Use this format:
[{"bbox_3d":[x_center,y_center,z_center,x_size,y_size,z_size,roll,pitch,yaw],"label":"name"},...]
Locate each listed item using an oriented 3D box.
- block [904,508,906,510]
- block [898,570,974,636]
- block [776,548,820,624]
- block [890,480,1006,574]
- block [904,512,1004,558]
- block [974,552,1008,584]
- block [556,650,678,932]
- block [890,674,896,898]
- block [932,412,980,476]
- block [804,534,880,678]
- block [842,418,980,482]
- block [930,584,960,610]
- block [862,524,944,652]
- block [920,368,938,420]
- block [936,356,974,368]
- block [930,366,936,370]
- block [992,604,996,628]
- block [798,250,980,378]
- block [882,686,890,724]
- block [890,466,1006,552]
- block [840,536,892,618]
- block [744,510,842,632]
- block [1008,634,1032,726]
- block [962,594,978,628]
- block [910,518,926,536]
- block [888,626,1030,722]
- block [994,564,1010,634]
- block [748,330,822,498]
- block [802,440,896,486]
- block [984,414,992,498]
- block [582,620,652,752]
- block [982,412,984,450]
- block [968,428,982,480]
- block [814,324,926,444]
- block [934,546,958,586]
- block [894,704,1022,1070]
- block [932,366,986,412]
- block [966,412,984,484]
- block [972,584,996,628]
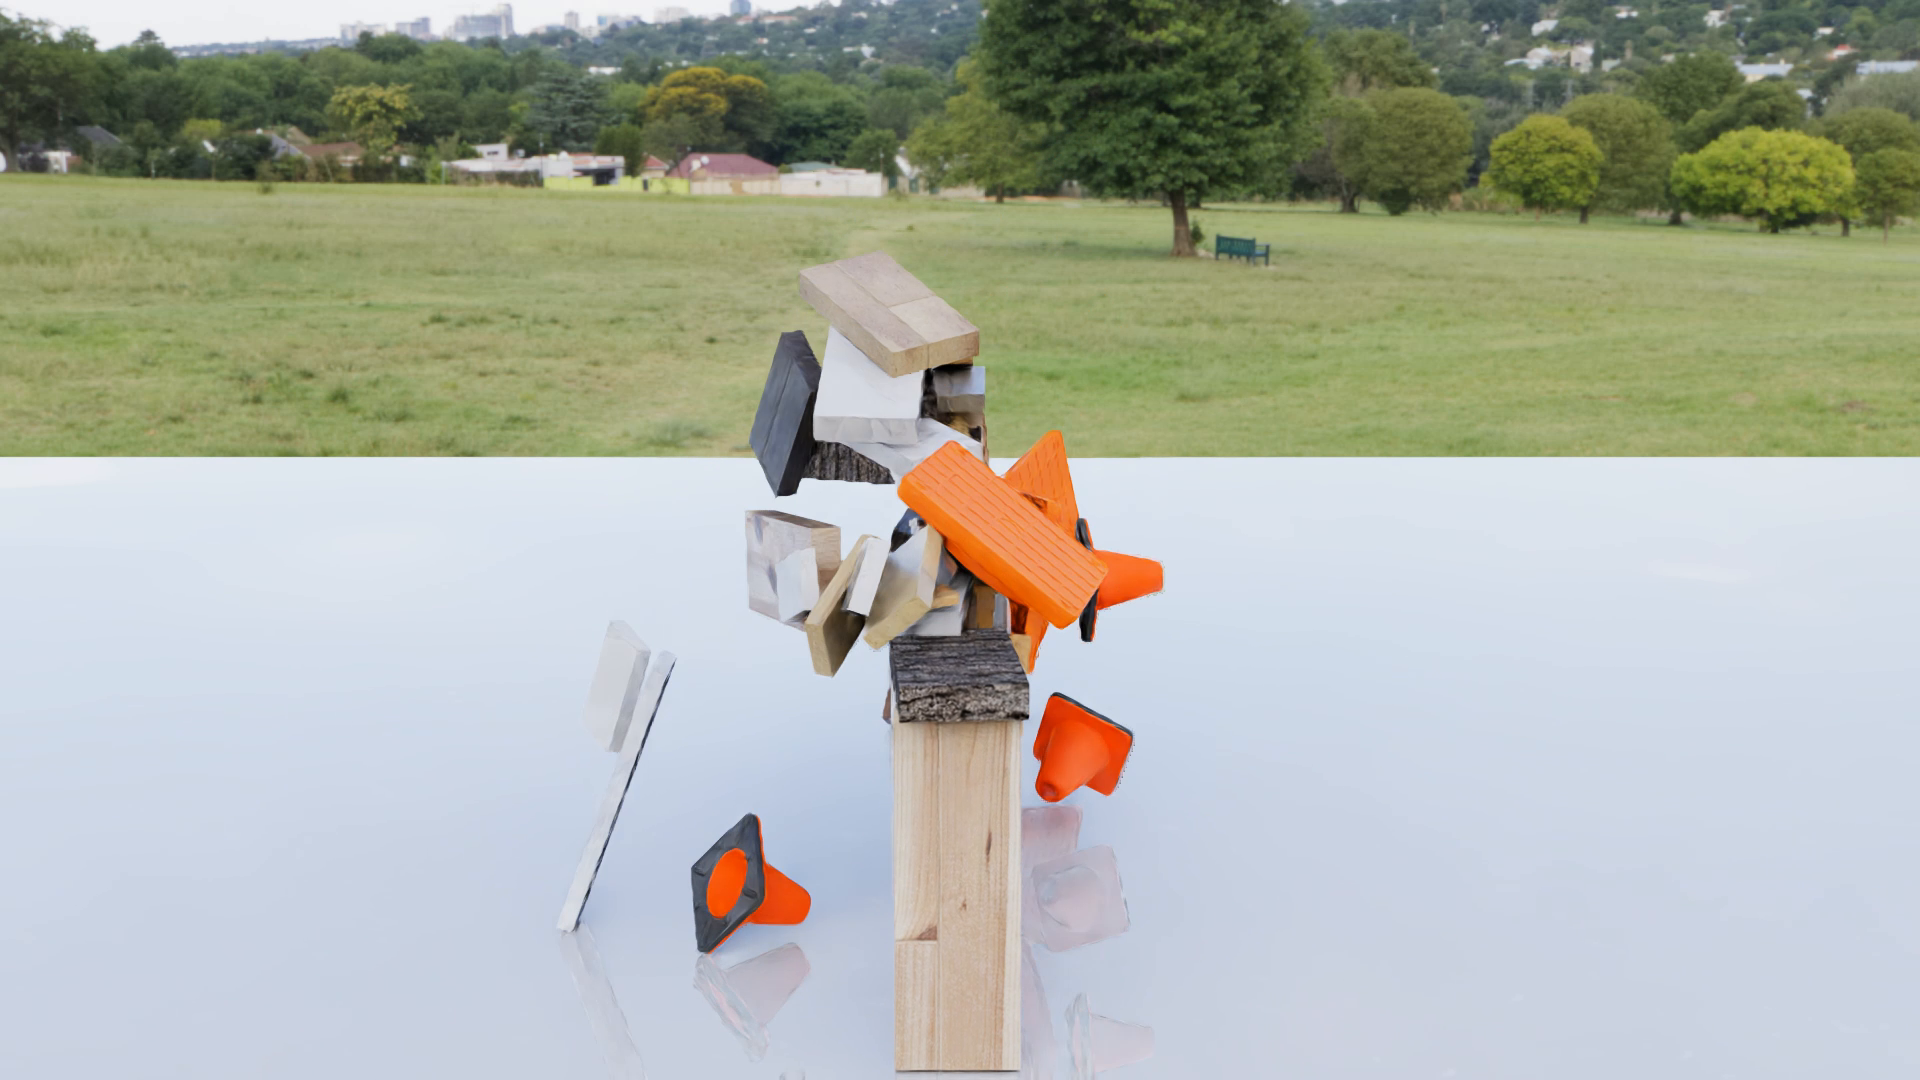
[{"bbox_3d":[-0.060,-0.091,4.139,0.095,0.190,0.027,-14,32,-8],"label":"block"},{"bbox_3d":[-0.051,0.089,3.252,0.124,0.035,0.247,0,14,5],"label":"block"},{"bbox_3d":[-0.249,0.072,3.364,0.026,0.092,0.184,-4,-7,-16],"label":"block"},{"bbox_3d":[-0.017,-0.022,3.442,0.132,0.037,0.264,15,20,6],"label":"block"},{"bbox_3d":[-0.013,-0.001,3.824,0.175,0.050,0.350,-1,11,1],"label":"block"},{"bbox_3d":[0.010,0.040,3.520,0.114,0.032,0.228,3,5,-5],"label":"block"},{"bbox_3d":[-0.541,0.397,3.460,0.026,0.471,0.092,21,18,-3],"label":"block"},{"bbox_3d":[-0.014,0.353,3.182,0.170,0.340,0.048,-1,12,-2],"label":"block"},{"bbox_3d":[-0.024,-0.163,3.822,0.089,0.025,0.177,-8,47,-5],"label":"block"},{"bbox_3d":[-0.169,0.097,3.306,0.029,0.104,0.208,10,43,21],"label":"block"},{"bbox_3d":[-0.095,-0.167,3.642,0.132,0.037,0.264,-16,27,-31],"label":"block"},{"bbox_3d":[-0.034,0.081,3.152,0.047,0.013,0.094,-11,10,-12],"label":"block"},{"bbox_3d":[-0.080,0.065,3.100,0.104,0.029,0.208,-39,19,22],"label":"block"},{"bbox_3d":[-0.130,-0.298,3.781,0.147,0.042,0.293,-4,34,-6],"label":"block"},{"bbox_3d":[-0.018,-0.326,4.021,0.077,0.022,0.153,-1,-1,-3],"label":"block"},{"bbox_3d":[-0.116,-0.331,3.891,0.153,0.022,0.076,24,38,31],"label":"block"},{"bbox_3d":[-0.004,0.162,3.627,0.114,0.228,0.032,3,15,-3],"label":"block"},{"bbox_3d":[-0.124,-0.389,3.750,0.167,0.047,0.333,-17,39,-26],"label":"block"},{"bbox_3d":[-0.062,0.257,4.703,0.146,0.292,0.041,4,-23,22],"label":"block"},{"bbox_3d":[-0.028,-0.077,3.644,0.132,0.037,0.286,-1,35,-17],"label":"block"},{"bbox_3d":[-0.135,0.055,3.117,0.029,0.104,0.258,18,-4,-4],"label":"block"},{"bbox_3d":[-0.270,0.048,3.546,0.047,0.166,0.397,-4,6,-20],"label":"block"},{"bbox_3d":[0.026,0.321,3.267,0.124,0.371,0.035,5,-1,-4],"label":"block"},{"bbox_3d":[-0.032,0.203,3.380,0.124,0.247,0.035,-1,26,2],"label":"block"},{"bbox_3d":[-0.047,0.015,3.278,0.013,0.094,0.047,-30,-31,23],"label":"block"},{"bbox_3d":[-0.006,0.182,3.030,0.170,0.048,0.340,-1,11,-4],"label":"block"},{"bbox_3d":[-0.002,0.246,3.754,0.175,0.411,0.050,0,10,7],"label":"block"},{"bbox_3d":[-0.317,-0.231,4.070,0.042,0.293,0.147,-10,55,-27],"label":"block"},{"bbox_3d":[-0.181,-0.178,3.961,0.042,0.147,0.405,4,1,-29],"label":"block"},{"bbox_3d":[-0.016,-0.091,4.218,0.146,0.292,0.041,-7,12,-12],"label":"block"},{"bbox_3d":[-0.535,0.228,3.418,0.026,0.184,0.092,0,28,-40],"label":"block"},{"bbox_3d":[-0.005,-0.078,4.069,0.095,0.370,0.027,0,21,1],"label":"block"},{"bbox_3d":[-0.015,-0.110,3.846,0.105,0.030,0.210,-1,50,1],"label":"block"},{"bbox_3d":[-0.144,-0.269,3.657,0.167,0.047,0.333,2,34,1],"label":"block"},{"bbox_3d":[-0.032,0.042,3.243,0.013,0.047,0.094,-31,12,23],"label":"block"},{"bbox_3d":[-0.003,0.468,2.973,0.170,0.491,0.048,0,4,0],"label":"block"},{"bbox_3d":[-0.008,-0.269,3.917,0.105,0.030,0.210,-2,18,2],"label":"block"},{"bbox_3d":[-0.011,-0.153,3.936,0.105,0.210,0.030,-1,-8,1],"label":"block"},{"bbox_3d":[-0.012,0.176,3.486,0.114,0.228,0.032,5,13,-4],"label":"block"}]
